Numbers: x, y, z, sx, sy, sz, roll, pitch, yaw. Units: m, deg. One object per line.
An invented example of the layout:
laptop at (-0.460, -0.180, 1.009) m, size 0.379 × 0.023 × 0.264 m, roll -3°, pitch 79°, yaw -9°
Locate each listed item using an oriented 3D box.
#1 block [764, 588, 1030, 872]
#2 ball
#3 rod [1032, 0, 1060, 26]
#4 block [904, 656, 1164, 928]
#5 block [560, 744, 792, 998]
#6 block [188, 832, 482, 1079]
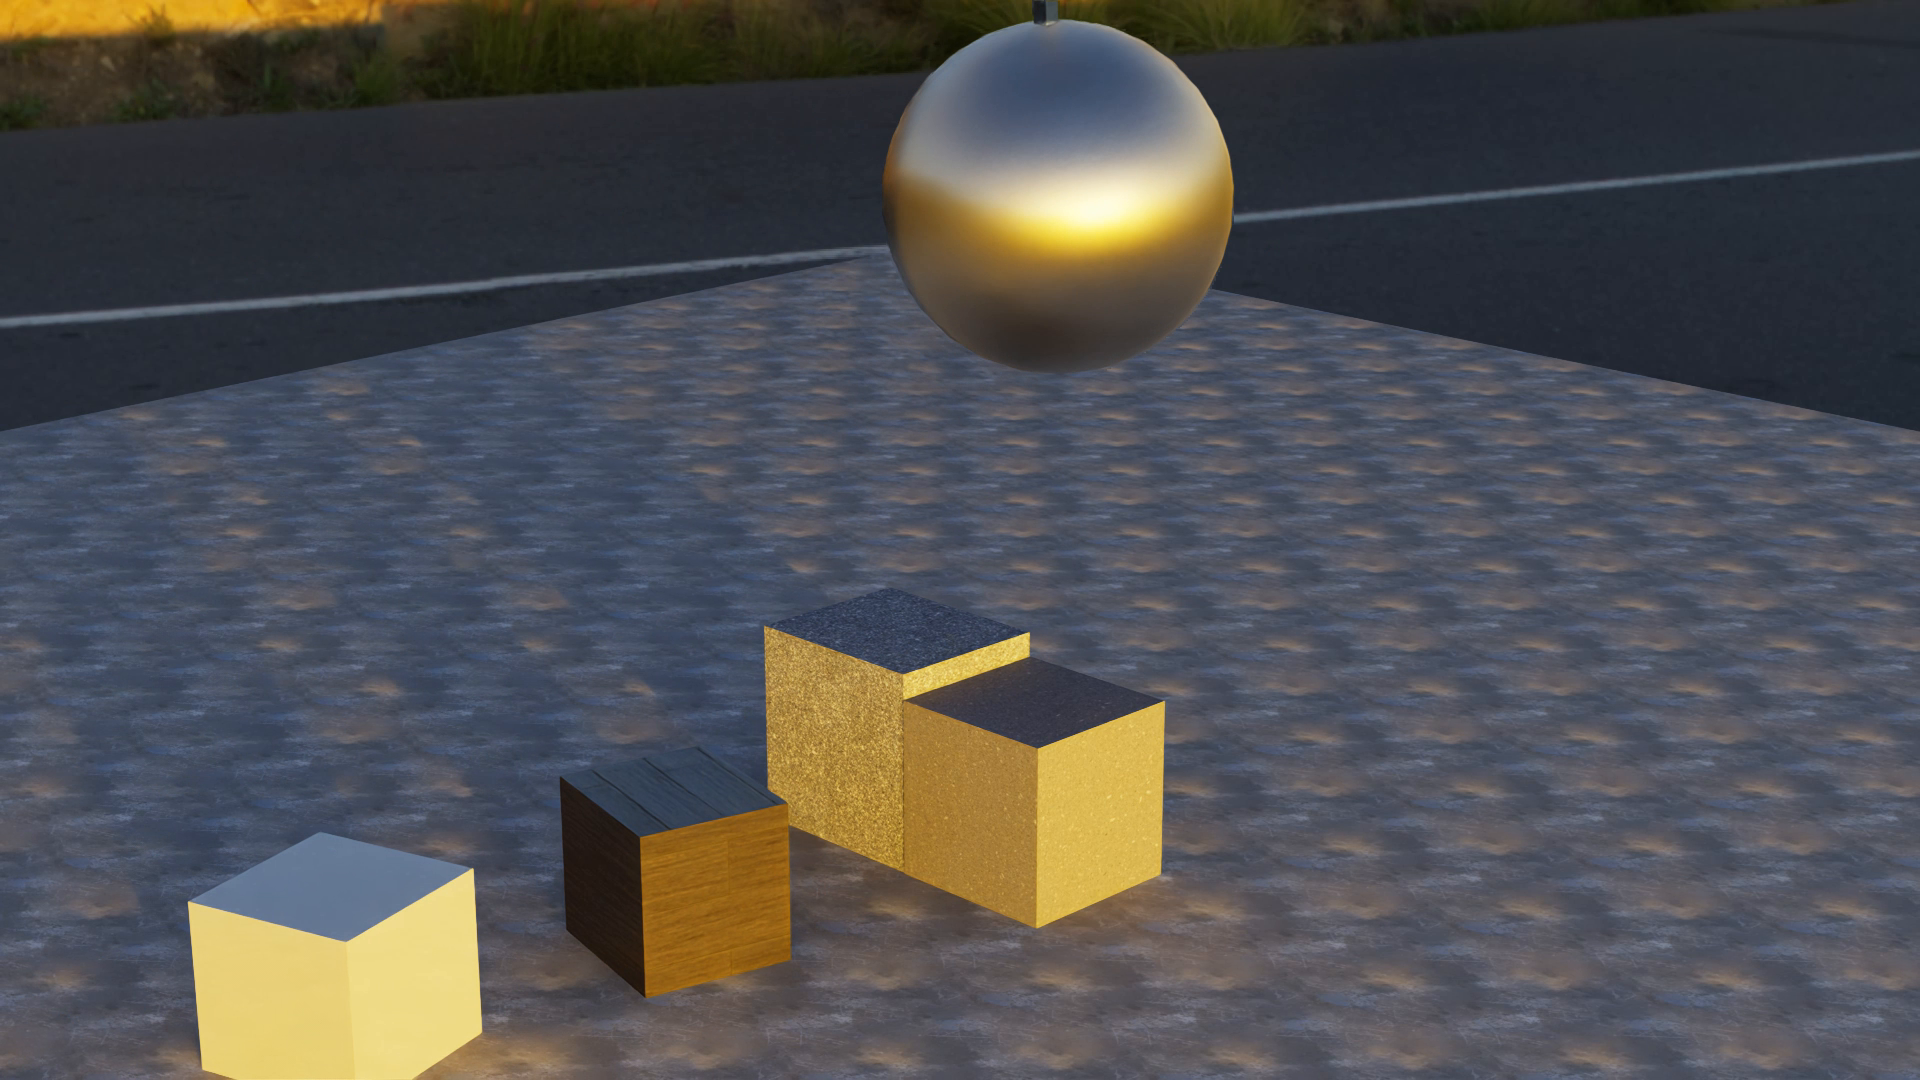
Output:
block at (-0.298, 0.880, 13.929) m, size 0.819 × 0.969 × 0.946 m, roll -17°, pitch 24°, yaw -42°
ball at (0.443, -1.555, 13.317) m, size 1.600 × 1.600 × 1.600 m, roll 0°, pitch 17°, yaw 0°
rod at (0.192, -4.706, 12.064) m, size 0.080 × 5.200 × 0.080 m, roll 17°, pitch 30°, yaw 42°
block at (0.334, 1.129, 13.338) m, size 0.829 × 0.849 × 0.835 m, roll -17°, pitch 24°, yaw -42°
block at (-1.228, 1.412, 12.636) m, size 0.693 × 0.728 × 0.790 m, roll -11°, pitch 20°, yaw -30°
block at (-2.479, 1.709, 11.694) m, size 0.784 × 0.728 × 0.784 m, roll 9°, pitch 20°, yaw 27°
